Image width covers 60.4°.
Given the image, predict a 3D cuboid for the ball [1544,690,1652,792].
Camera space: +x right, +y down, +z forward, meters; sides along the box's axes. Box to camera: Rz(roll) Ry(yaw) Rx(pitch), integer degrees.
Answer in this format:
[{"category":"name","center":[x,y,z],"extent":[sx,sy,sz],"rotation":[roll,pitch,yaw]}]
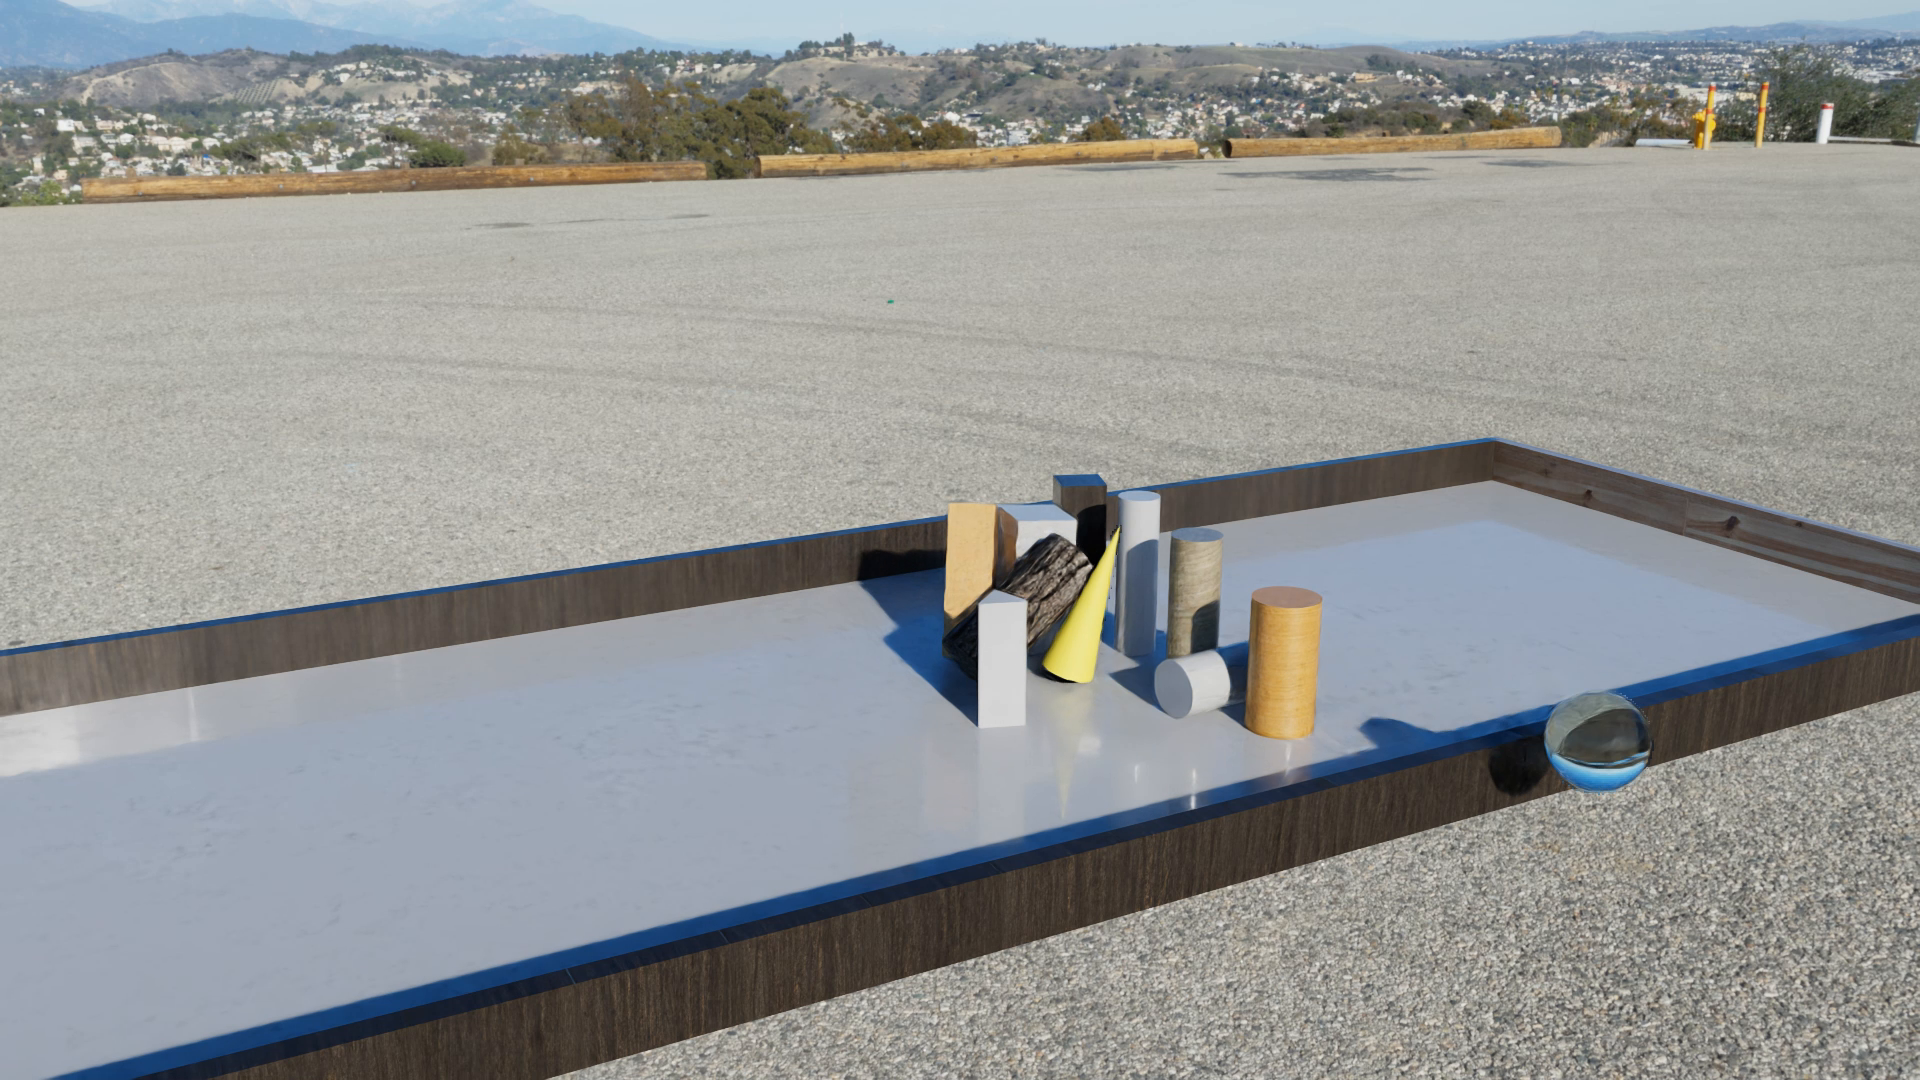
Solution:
[{"category":"ball","center":[1.249,0.394,3.233],"extent":[0.197,0.197,0.197],"rotation":[0,16,0]}]

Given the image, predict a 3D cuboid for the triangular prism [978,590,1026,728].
[{"category":"triangular prism","center":[0.090,0.277,3.869],"extent":[0.111,0.306,0.097],"rotation":[-3,17,-10]}]

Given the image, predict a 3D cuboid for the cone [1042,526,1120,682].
[{"category":"cone","center":[0.332,0.146,4.108],"extent":[0.136,0.401,0.136],"rotation":[17,16,-5]}]

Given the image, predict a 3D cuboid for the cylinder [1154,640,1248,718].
[{"category":"cylinder","center":[0.644,0.327,3.987],"extent":[0.334,0.142,0.142],"rotation":[-10,19,-31]}]

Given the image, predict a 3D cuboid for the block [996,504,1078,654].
[{"category":"block","center":[0.187,0.103,4.345],"extent":[0.162,0.361,0.162],"rotation":[-1,16,-19]}]

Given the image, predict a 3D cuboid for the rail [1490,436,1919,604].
[{"category":"rail","center":[2.466,-0.048,5.253],"extent":[0.050,0.150,2.100],"rotation":[-9,18,-27]}]

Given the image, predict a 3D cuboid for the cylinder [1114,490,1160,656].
[{"category":"cylinder","center":[0.463,0.087,4.316],"extent":[0.109,0.419,0.109],"rotation":[0,16,0]}]

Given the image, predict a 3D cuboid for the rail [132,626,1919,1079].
[{"category":"rail","center":[-2.336,1.006,1.665],"extent":[12.000,0.150,0.050],"rotation":[-9,18,-27]}]

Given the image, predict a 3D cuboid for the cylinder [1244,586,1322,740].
[{"category":"cylinder","center":[0.749,0.283,3.825],"extent":[0.161,0.319,0.161],"rotation":[0,16,0]}]

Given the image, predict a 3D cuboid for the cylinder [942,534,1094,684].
[{"category":"cylinder","center":[0.151,0.175,4.122],"extent":[0.390,0.167,0.167],"rotation":[-44,33,-15]}]

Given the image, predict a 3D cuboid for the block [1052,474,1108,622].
[{"category":"block","center":[0.329,0.024,4.578],"extent":[0.127,0.392,0.127],"rotation":[-2,16,-6]}]

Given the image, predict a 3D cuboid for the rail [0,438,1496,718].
[{"category":"rail","center":[-3.305,0.497,3.399],"extent":[12.000,0.150,0.050],"rotation":[-9,18,-27]}]

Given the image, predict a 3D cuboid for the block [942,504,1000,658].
[{"category":"block","center":[0.029,0.109,4.261],"extent":[0.119,0.392,0.119],"rotation":[2,-6,6]}]

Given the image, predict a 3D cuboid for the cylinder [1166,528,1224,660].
[{"category":"cylinder","center":[0.581,0.171,4.093],"extent":[0.129,0.384,0.129],"rotation":[0,16,0]}]
